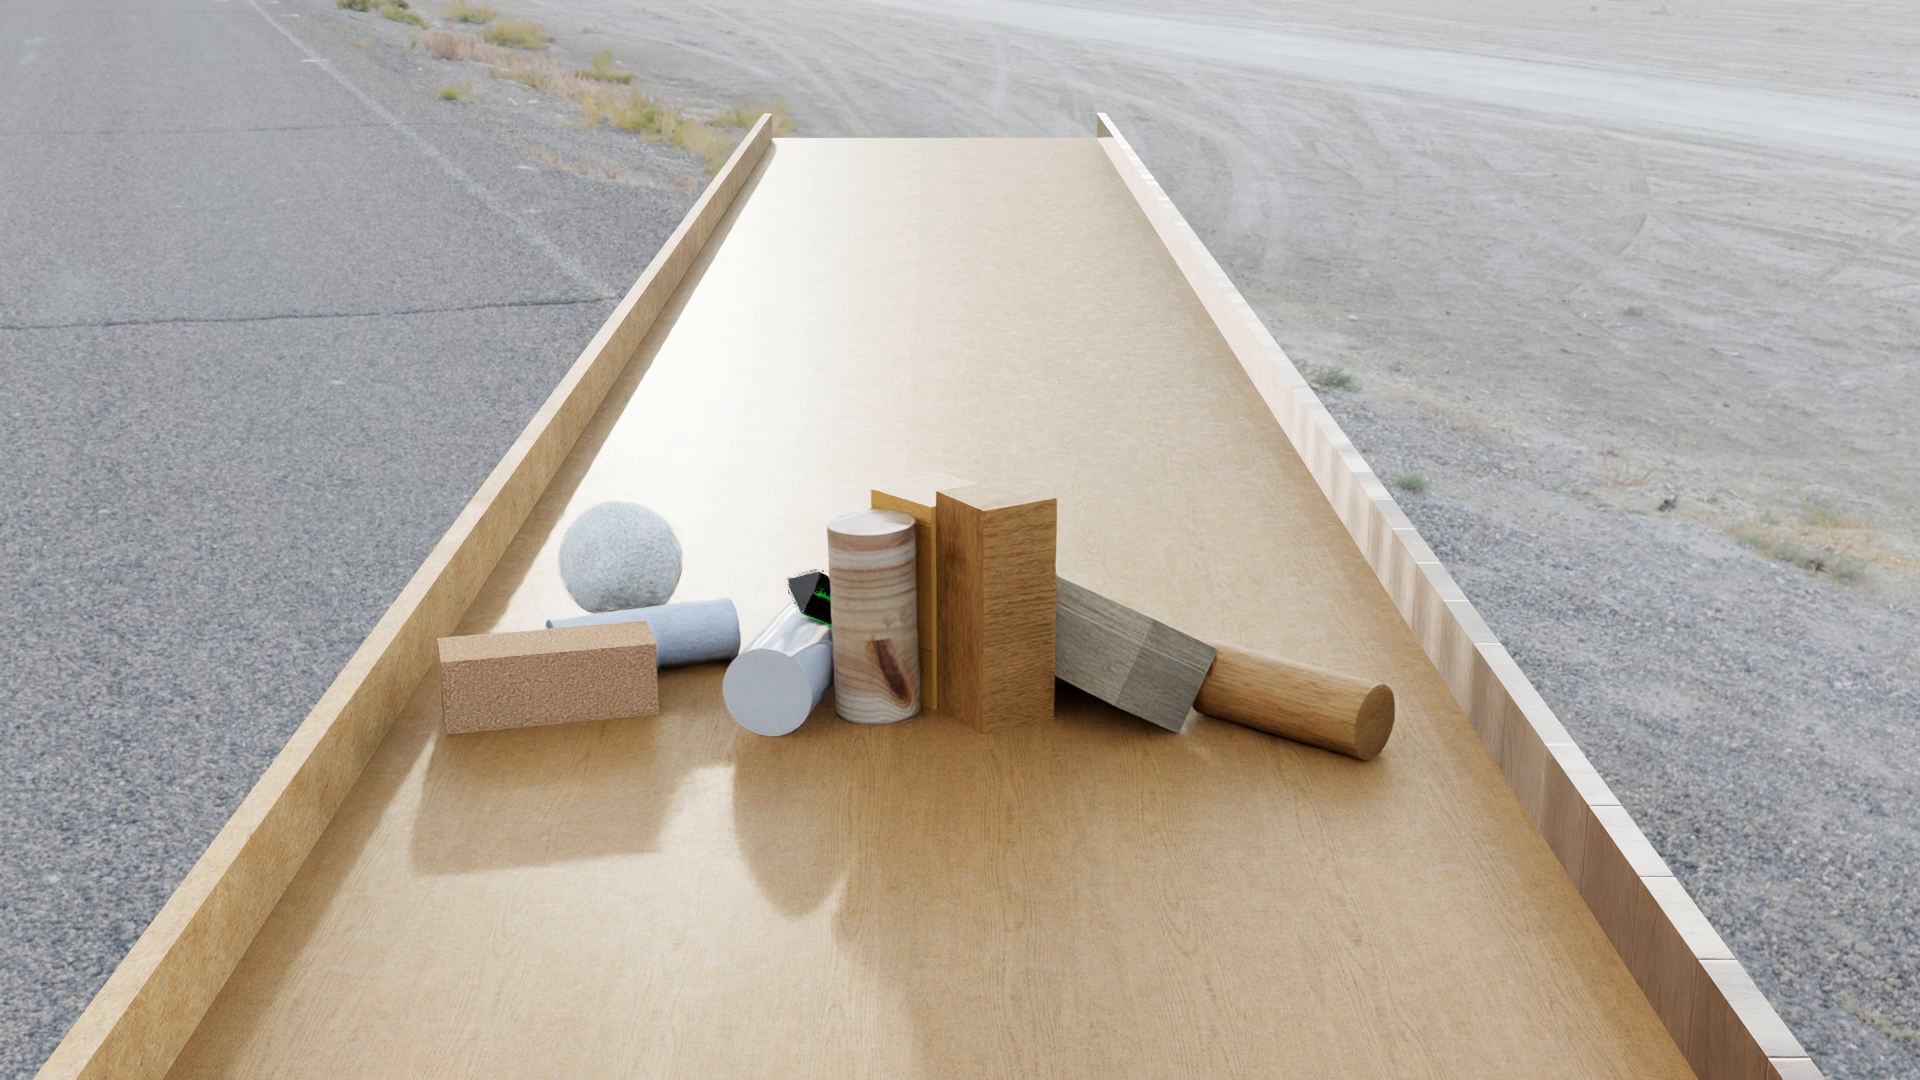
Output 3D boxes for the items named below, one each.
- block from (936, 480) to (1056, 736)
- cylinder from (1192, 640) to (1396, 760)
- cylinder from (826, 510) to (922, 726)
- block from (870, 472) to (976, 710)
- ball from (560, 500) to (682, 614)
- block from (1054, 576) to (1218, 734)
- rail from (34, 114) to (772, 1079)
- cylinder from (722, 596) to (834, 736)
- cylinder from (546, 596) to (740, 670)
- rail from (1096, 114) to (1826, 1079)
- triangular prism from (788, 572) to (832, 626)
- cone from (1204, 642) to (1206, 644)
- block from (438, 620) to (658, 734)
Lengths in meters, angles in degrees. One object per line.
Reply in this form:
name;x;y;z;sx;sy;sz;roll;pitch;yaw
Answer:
block;0.066;0.122;4.068;0.159;0.427;0.159;-10;19;-31
cylinder;0.600;0.289;4.011;0.360;0.139;0.139;14;22;39
cylinder;-0.158;0.144;4.084;0.162;0.370;0.162;-2;17;1
block;-0.046;0.095;4.205;0.173;0.399;0.173;-15;22;-40
ball;-0.712;0.045;4.627;0.255;0.255;0.255;0;17;0
block;0.256;0.195;4.161;0.171;0.171;0.442;25;-1;-36
rail;-1.118;-0.838;7.780;0.050;0.150;12.000;0;17;-1
cylinder;-0.306;0.218;4.197;0.170;0.170;0.427;4;17;12
cylinder;-0.626;0.196;4.346;0.363;0.126;0.126;-7;18;-22
rail;0.932;-0.844;7.801;0.050;0.150;12.000;0;17;-1
triangular prism;-0.172;0.136;4.254;0.359;0.076;0.087;25;30;-46
cone;0.543;0.253;4.289;0.456;0.101;0.101;14;21;23
block;-0.772;0.255;4.123;0.391;0.140;0.140;-4;17;-15
